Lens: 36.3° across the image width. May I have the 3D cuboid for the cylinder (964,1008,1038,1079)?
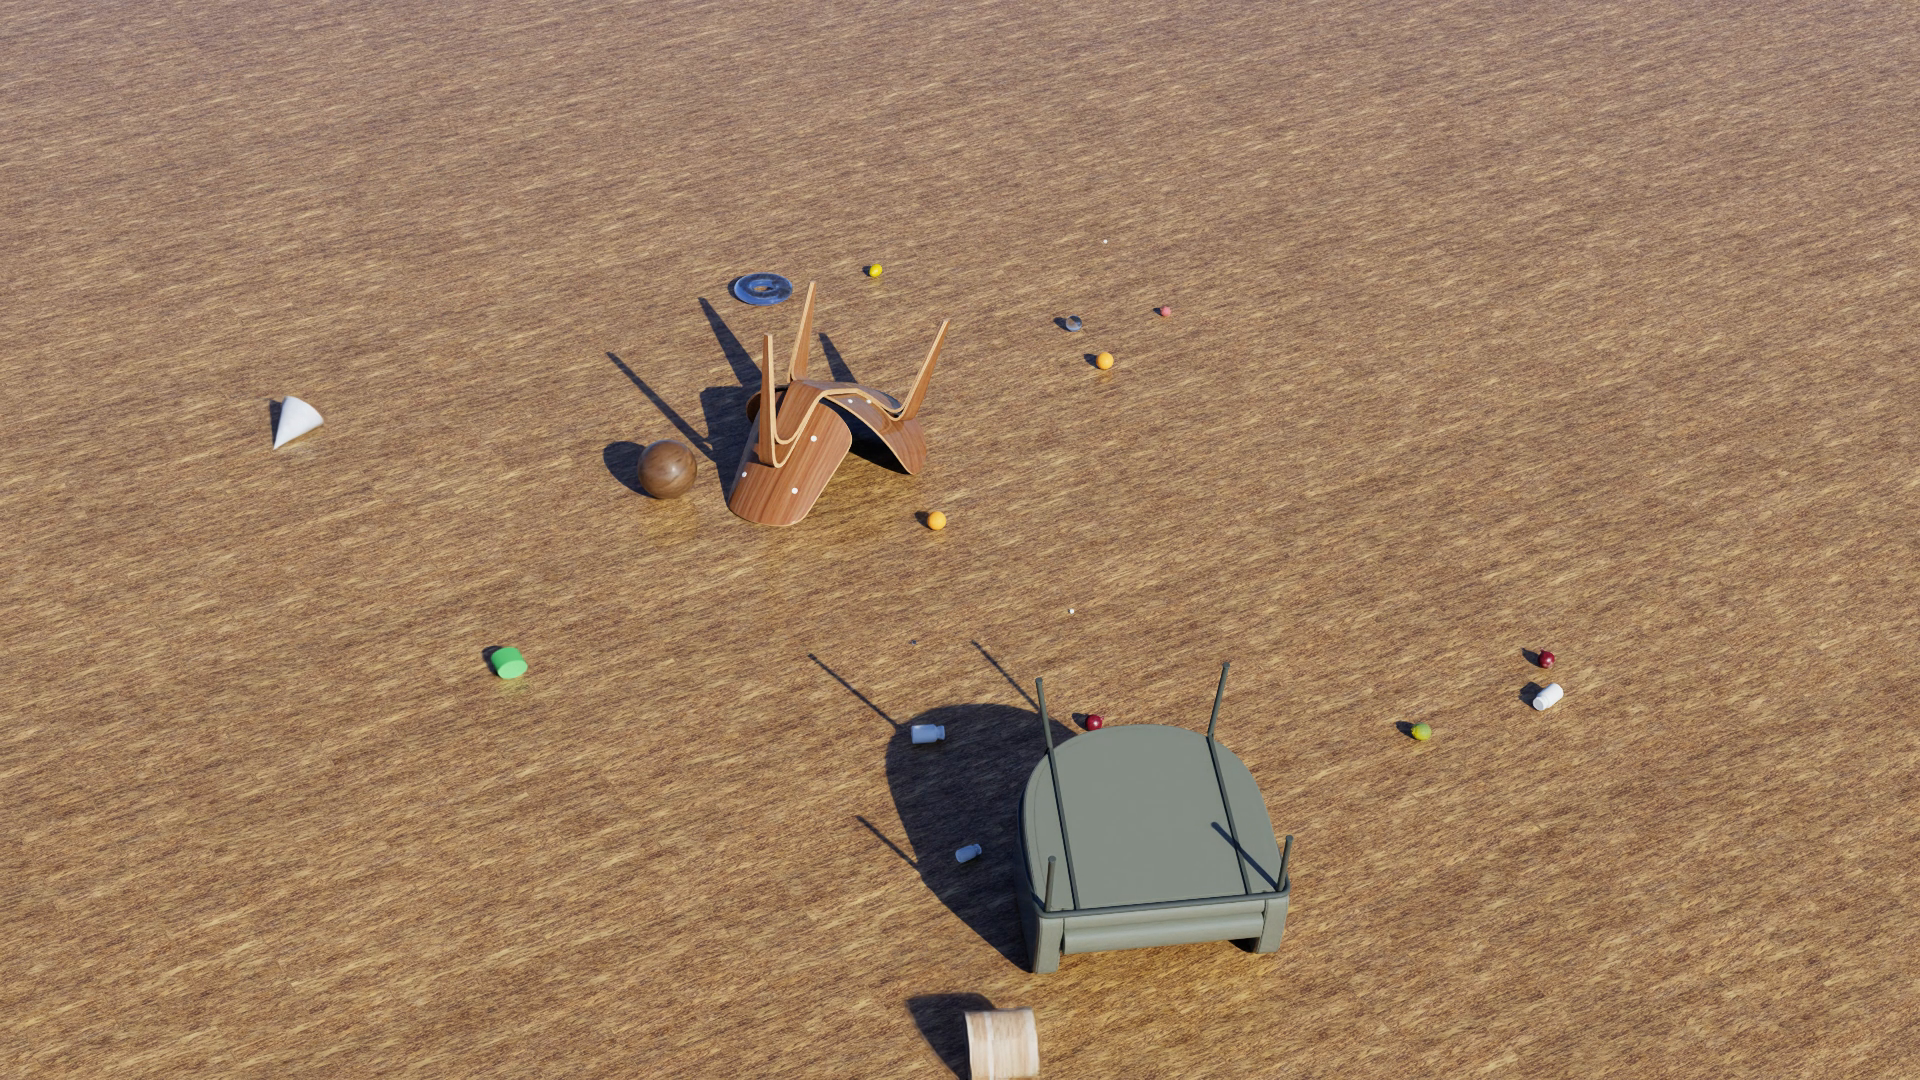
[{"bbox_3d":[0.119,1.472,8.553,0.198,0.155,0.201,-4,70,-6],"label":"cylinder"}]

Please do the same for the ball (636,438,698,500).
[{"bbox_3d":[-1.113,-0.269,11.144,0.230,0.230,0.230,0,33,0],"label":"ball"}]

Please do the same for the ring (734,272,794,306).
[{"bbox_3d":[-0.839,-1.073,12.527,0.256,0.051,0.250,24,39,30],"label":"ring"}]

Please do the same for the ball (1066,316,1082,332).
[{"bbox_3d":[0.476,-0.906,12.256,0.069,0.069,0.069,0,33,0],"label":"ball"}]

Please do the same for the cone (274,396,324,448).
[{"bbox_3d":[-2.642,-0.432,11.535,0.182,0.151,0.209,27,60,8],"label":"cone"}]
